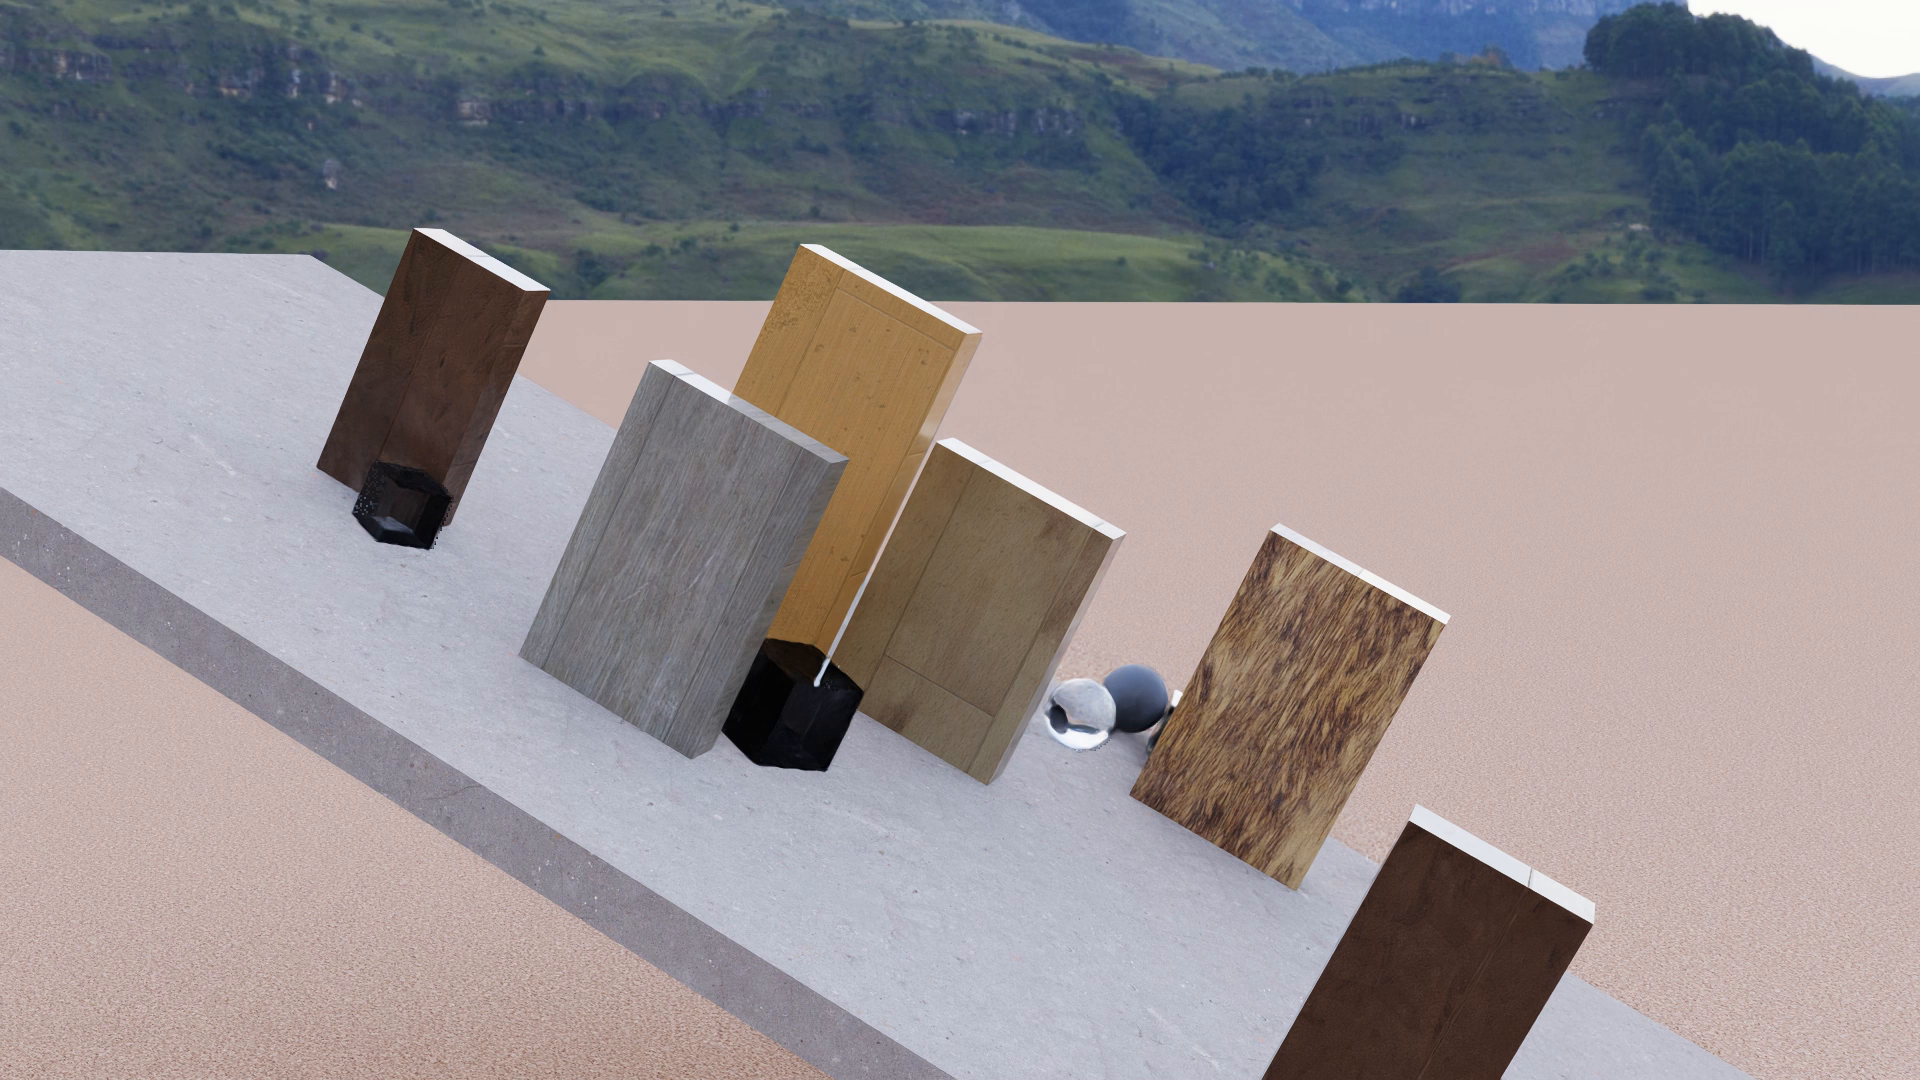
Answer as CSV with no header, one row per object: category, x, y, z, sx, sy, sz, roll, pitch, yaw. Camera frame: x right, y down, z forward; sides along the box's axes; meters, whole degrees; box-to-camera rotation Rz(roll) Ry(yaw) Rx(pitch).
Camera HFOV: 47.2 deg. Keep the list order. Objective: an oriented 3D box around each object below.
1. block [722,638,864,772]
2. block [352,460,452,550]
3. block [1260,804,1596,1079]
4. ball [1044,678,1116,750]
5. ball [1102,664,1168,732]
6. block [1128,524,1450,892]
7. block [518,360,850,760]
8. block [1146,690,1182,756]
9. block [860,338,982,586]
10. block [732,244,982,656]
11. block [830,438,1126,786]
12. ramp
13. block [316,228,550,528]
block,-0.307,0.289,3.877,0.166,0.166,0.166,12,20,-45
block,-1.016,-0.063,4.001,0.110,0.110,0.110,11,20,-46
block,0.592,0.704,3.019,0.269,0.625,0.099,29,14,12
ball,0.254,0.367,4.638,0.152,0.152,0.152,0,7,0
ball,0.386,0.353,4.904,0.152,0.152,0.152,0,7,0
block,0.668,0.340,4.481,0.390,0.629,0.116,29,14,12
block,-0.468,0.032,3.689,0.357,0.564,0.086,29,14,12
block,0.503,0.433,4.890,0.130,0.130,0.130,27,14,3
block,-0.244,-0.246,4.954,0.327,0.640,0.128,29,14,12
block,-0.292,-0.109,4.053,0.350,0.789,0.102,29,14,12
block,0.020,0.136,4.237,0.387,0.542,0.108,29,14,12
ramp,-0.238,0.399,4.156,4.000,0.100,2.000,29,14,12
block,-0.985,-0.300,4.106,0.251,0.498,0.099,29,14,12
